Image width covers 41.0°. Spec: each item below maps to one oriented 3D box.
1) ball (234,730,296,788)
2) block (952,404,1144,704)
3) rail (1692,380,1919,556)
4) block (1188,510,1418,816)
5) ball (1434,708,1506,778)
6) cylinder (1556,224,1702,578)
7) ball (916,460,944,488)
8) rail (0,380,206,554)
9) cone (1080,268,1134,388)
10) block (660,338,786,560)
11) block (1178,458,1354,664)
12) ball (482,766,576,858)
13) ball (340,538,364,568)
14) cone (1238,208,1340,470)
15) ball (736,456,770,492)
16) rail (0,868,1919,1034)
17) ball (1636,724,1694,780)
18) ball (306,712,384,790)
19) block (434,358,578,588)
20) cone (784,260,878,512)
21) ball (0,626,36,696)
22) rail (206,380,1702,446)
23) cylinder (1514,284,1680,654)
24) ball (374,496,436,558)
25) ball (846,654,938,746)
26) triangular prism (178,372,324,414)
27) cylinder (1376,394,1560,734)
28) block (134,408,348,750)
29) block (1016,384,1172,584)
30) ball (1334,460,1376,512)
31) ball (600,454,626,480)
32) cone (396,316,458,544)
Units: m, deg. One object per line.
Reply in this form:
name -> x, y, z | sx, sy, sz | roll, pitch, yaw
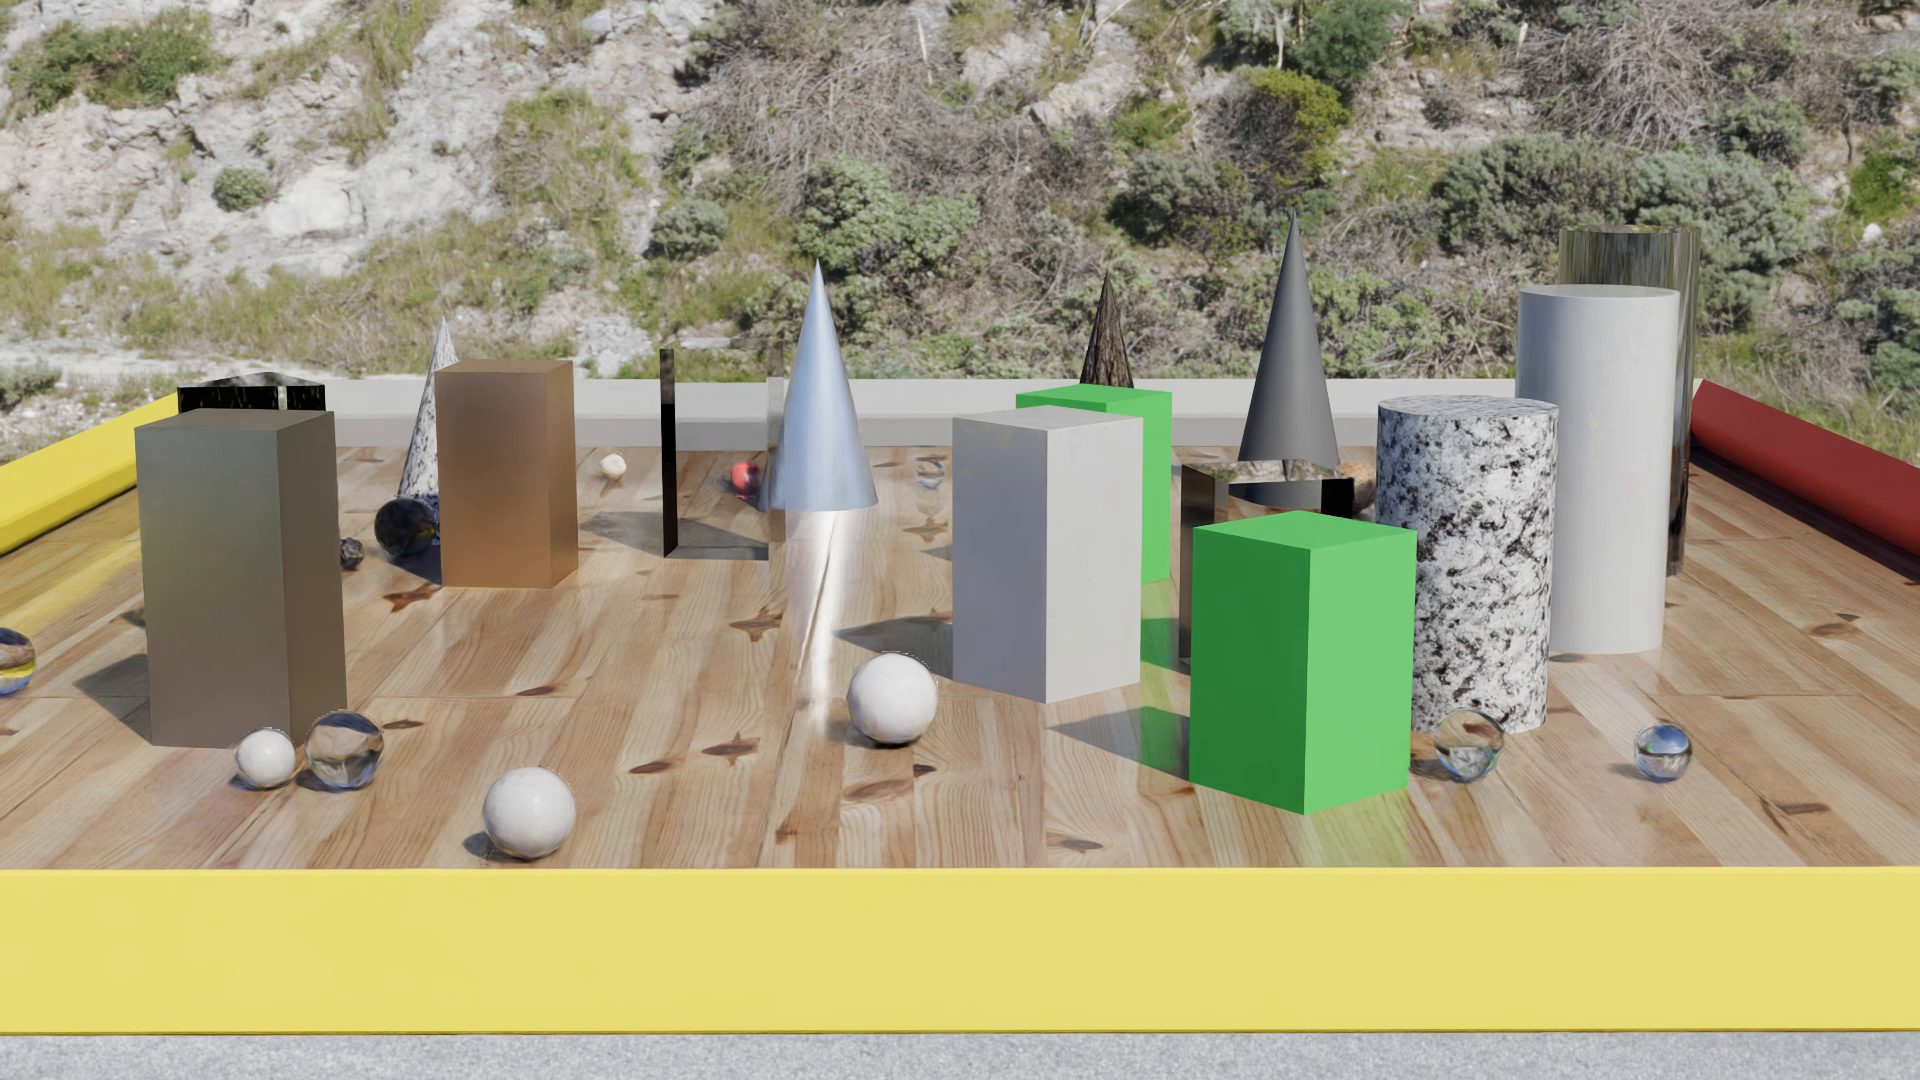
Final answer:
ball -> -0.708, 0.223, 2.615 | 0.060, 0.060, 0.060 | 0, 10, 0
block -> 0.103, 0.012, 3.044 | 0.158, 0.319, 0.158 | -10, 14, -42
rail -> 1.422, 0.032, 3.457 | 0.045, 0.129, 3.066 | 0, 10, 0
block -> 0.347, 0.120, 2.609 | 0.158, 0.266, 0.158 | -9, 14, -40
ball -> 0.526, 0.210, 2.647 | 0.071, 0.071, 0.071 | 0, 10, 0
cylinder -> 0.963, -0.204, 3.733 | 0.198, 0.494, 0.198 | 0, 10, 0
ball -> -0.052, -0.115, 4.475 | 0.049, 0.049, 0.049 | 0, 10, 0
rail -> -1.422, 0.035, 3.441 | 0.045, 0.129, 3.066 | 0, 10, 0
cone -> 0.224, -0.207, 3.939 | 0.198, 0.424, 0.198 | 0, 10, 0
block -> -0.356, -0.140, 3.877 | 0.158, 0.315, 0.158 | 1, 11, 5
block -> 0.369, 0.037, 3.117 | 0.158, 0.244, 0.158 | -3, 11, -15
ball -> -0.400, 0.253, 2.384 | 0.086, 0.086, 0.086 | 0, 10, 0
ball -> -0.896, 0.019, 3.765 | 0.044, 0.044, 0.044 | 0, 10, 0
cone -> 0.566, -0.322, 4.381 | 0.198, 0.490, 0.198 | 0, 10, 0
ball -> -0.358, -0.114, 4.437 | 0.060, 0.060, 0.060 | 0, 10, 0
rail -> 0.009, 0.308, 1.965 | 2.891, 0.129, 0.045 | 0, 10, 0
ball -> 0.727, 0.219, 2.647 | 0.058, 0.058, 0.058 | 0, 10, 0
ball -> -0.626, 0.214, 2.615 | 0.078, 0.078, 0.078 | 0, 10, 0
block -> -0.647, -0.097, 3.673 | 0.158, 0.306, 0.158 | 1, 11, 5
cone -> -0.237, -0.267, 4.299 | 0.198, 0.412, 0.198 | 0, 10, 0
ball -> -1.122, 0.142, 2.999 | 0.081, 0.081, 0.081 | 0, 10, 0
rail -> -0.009, -0.242, 4.933 | 2.891, 0.129, 0.045 | 0, 10, 0
cylinder -> 0.804, -0.094, 3.270 | 0.198, 0.446, 0.198 | 0, 10, 0
ball -> -0.831, -0.019, 3.842 | 0.091, 0.091, 0.091 | 0, 10, 0
ball -> -0.073, 0.173, 2.781 | 0.099, 0.099, 0.099 | 0, 10, 0
triangular prism -> -0.870, -0.032, 3.217 | 0.172, 0.343, 0.149 | -1, 11, -7
cylinder -> 0.566, 0.024, 2.887 | 0.198, 0.353, 0.198 | 0, 10, 0
block -> -0.785, 0.040, 2.815 | 0.158, 0.348, 0.158 | 2, 11, 8
block -> 0.190, -0.076, 3.662 | 0.158, 0.268, 0.158 | 8, 13, 38
ball -> 0.651, -0.089, 4.236 | 0.084, 0.084, 0.084 | 0, 10, 0
ball -> -0.617, -0.130, 4.560 | 0.047, 0.047, 0.047 | 0, 10, 0
cone -> -0.802, -0.180, 4.013 | 0.198, 0.345, 0.198 | 0, 10, 0
